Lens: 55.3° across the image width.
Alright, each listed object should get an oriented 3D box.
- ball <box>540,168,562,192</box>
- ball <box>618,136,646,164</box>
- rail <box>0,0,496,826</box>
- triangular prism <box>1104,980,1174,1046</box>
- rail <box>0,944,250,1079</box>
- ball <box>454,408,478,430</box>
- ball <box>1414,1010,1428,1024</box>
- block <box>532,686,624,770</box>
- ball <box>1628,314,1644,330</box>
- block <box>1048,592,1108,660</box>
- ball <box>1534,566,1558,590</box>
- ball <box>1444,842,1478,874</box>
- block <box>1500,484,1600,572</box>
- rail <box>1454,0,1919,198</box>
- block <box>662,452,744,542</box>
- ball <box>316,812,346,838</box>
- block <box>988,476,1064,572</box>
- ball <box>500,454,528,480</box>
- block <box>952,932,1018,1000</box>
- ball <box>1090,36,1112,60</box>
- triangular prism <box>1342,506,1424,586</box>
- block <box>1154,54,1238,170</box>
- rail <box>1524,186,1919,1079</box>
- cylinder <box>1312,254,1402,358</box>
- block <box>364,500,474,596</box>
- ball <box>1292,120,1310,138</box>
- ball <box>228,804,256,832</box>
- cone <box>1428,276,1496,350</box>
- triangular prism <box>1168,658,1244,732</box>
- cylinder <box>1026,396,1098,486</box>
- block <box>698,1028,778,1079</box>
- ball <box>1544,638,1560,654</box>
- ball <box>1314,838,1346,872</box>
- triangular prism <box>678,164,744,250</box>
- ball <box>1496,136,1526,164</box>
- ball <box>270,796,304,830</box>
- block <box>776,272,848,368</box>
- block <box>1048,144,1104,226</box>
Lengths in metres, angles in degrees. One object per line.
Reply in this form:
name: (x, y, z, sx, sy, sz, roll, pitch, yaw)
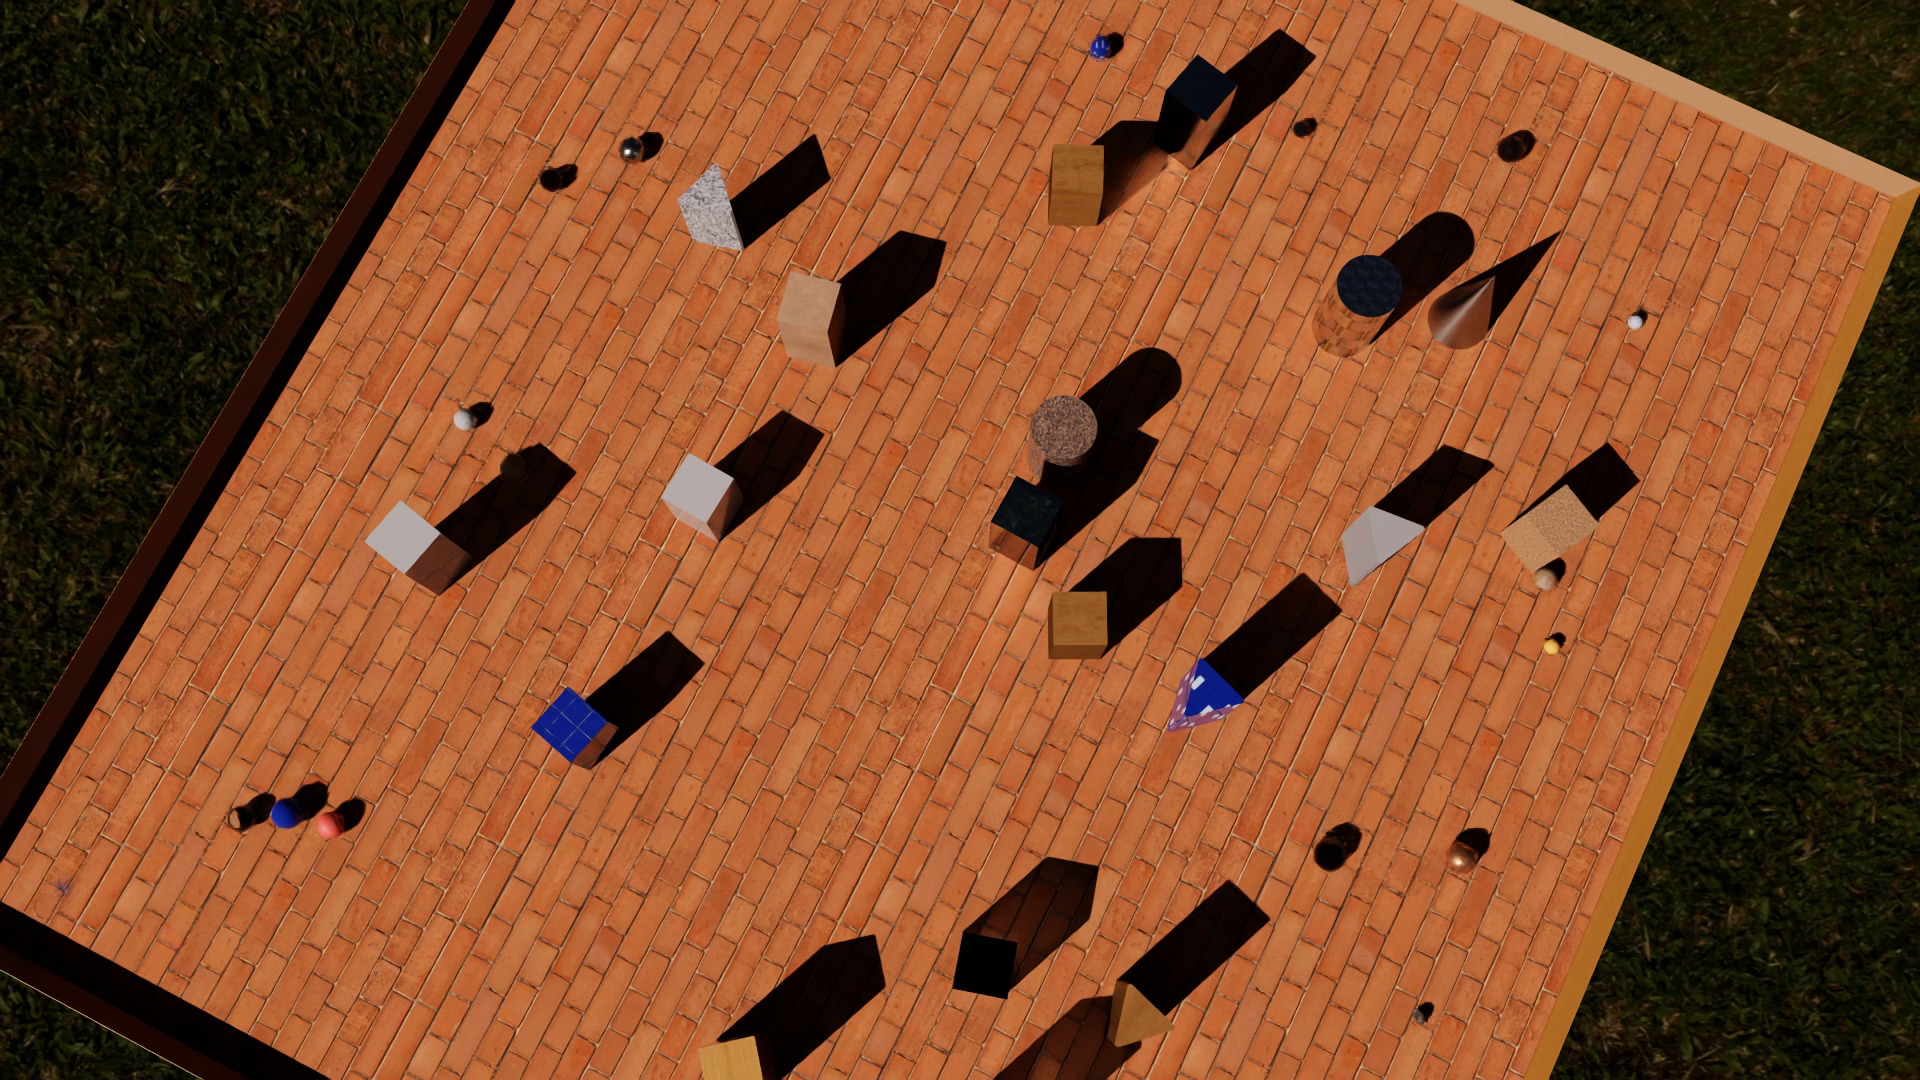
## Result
ball: (-1.298, -1.142, 5.816, 0.073, 0.073, 0.073, 0, 78, 0)
ball: (-1.043, -1.239, 5.830, 0.085, 0.085, 0.085, 0, 78, 0)
rail: (-1.932, -0.940, 5.746, 0.045, 0.126, 4.708, 26, 80, 5)
triangular prism: (0.480, 1.313, 5.149, 0.168, 0.384, 0.145, -16, 79, -3)
rail: (-1.042, 2.048, 5.127, 4.369, 0.126, 0.045, 26, 80, 5)
ball: (-1.527, -0.372, 5.658, 0.070, 0.070, 0.070, 0, 78, 0)
ball: (1.336, 1.381, 5.310, 0.041, 0.041, 0.041, 0, 78, 0)
block: (-1.115, 0.554, 5.362, 0.155, 0.274, 0.155, 40, 81, 8)
ball: (2.114, -0.682, 5.734, 0.046, 0.046, 0.046, 0, 78, 0)
block: (0.345, 0.255, 5.412, 0.155, 0.297, 0.155, 0, 78, 0)
ball: (1.776, 0.116, 5.556, 0.071, 0.071, 0.071, 0, 78, 0)
ball: (1.471, 0.933, 5.376, 0.094, 0.094, 0.094, 0, 78, 0)
block: (1.762, -0.031, 5.487, 0.155, 0.267, 0.155, -35, 80, -7)
rail: (1.042, -2.034, 5.972, 4.369, 0.126, 0.045, 26, 80, 5)
block: (-0.768, -0.124, 5.498, 0.155, 0.283, 0.155, 29, 80, 6)
ball: (-1.854, 0.840, 5.402, 0.081, 0.081, 0.081, 0, 78, 0)
block: (0.193, -0.045, 5.436, 0.155, 0.371, 0.155, 28, 80, 6)
ball: (-1.369, -0.224, 5.621, 0.081, 0.081, 0.081, 0, 78, 0)
block: (0.069, 1.209, 5.217, 0.155, 0.292, 0.155, 11, 79, 2)
ball: (0.455, -1.586, 5.907, 0.073, 0.073, 0.073, 0, 78, 0)
triangular prism: (1.217, -0.002, 5.424, 0.168, 0.377, 0.145, -37, 81, -7)
block: (0.728, -1.324, 5.701, 0.155, 0.372, 0.155, 39, 81, 7)
rail: (1.932, 0.953, 5.354, 0.045, 0.126, 4.708, 26, 80, 5)
cylinder: (1.202, -0.706, 5.565, 0.194, 0.388, 0.194, 0, 78, 0)
block: (-1.599, 0.028, 5.428, 0.155, 0.357, 0.155, 38, 81, 7)
ball: (1.091, -1.313, 5.861, 0.054, 0.054, 0.054, 0, 78, 0)
ball: (-2.119, 0.821, 5.407, 0.078, 0.078, 0.078, 0, 78, 0)
cone: (1.566, -0.732, 5.561, 0.194, 0.406, 0.194, 0, 78, 0)
triangular prism: (0.688, 0.442, 5.303, 0.168, 0.435, 0.145, -13, 79, -3)
cylinder: (0.303, -0.294, 5.503, 0.194, 0.341, 0.194, 0, 78, 0)
block: (-0.616, 1.472, 5.129, 0.155, 0.359, 0.155, -13, 79, -3)
ball: (1.785, 0.321, 5.526, 0.047, 0.047, 0.047, 0, 78, 0)
ball: (1.085, 0.924, 5.376, 0.097, 0.097, 0.097, 0, 78, 0)
triangular prism: (-0.752, -1.037, 5.671, 0.168, 0.313, 0.145, 12, 79, 2)
ball: (1.752, -1.242, 5.829, 0.088, 0.088, 0.088, 0, 78, 0)
ball: (-1.982, 0.805, 5.402, 0.094, 0.094, 0.094, 0, 78, 0)
block: (-0.445, -0.665, 5.570, 0.155, 0.360, 0.155, 14, 79, 3)
block: (0.359, -1.102, 5.706, 0.155, 0.271, 0.155, 2, 78, 0)
